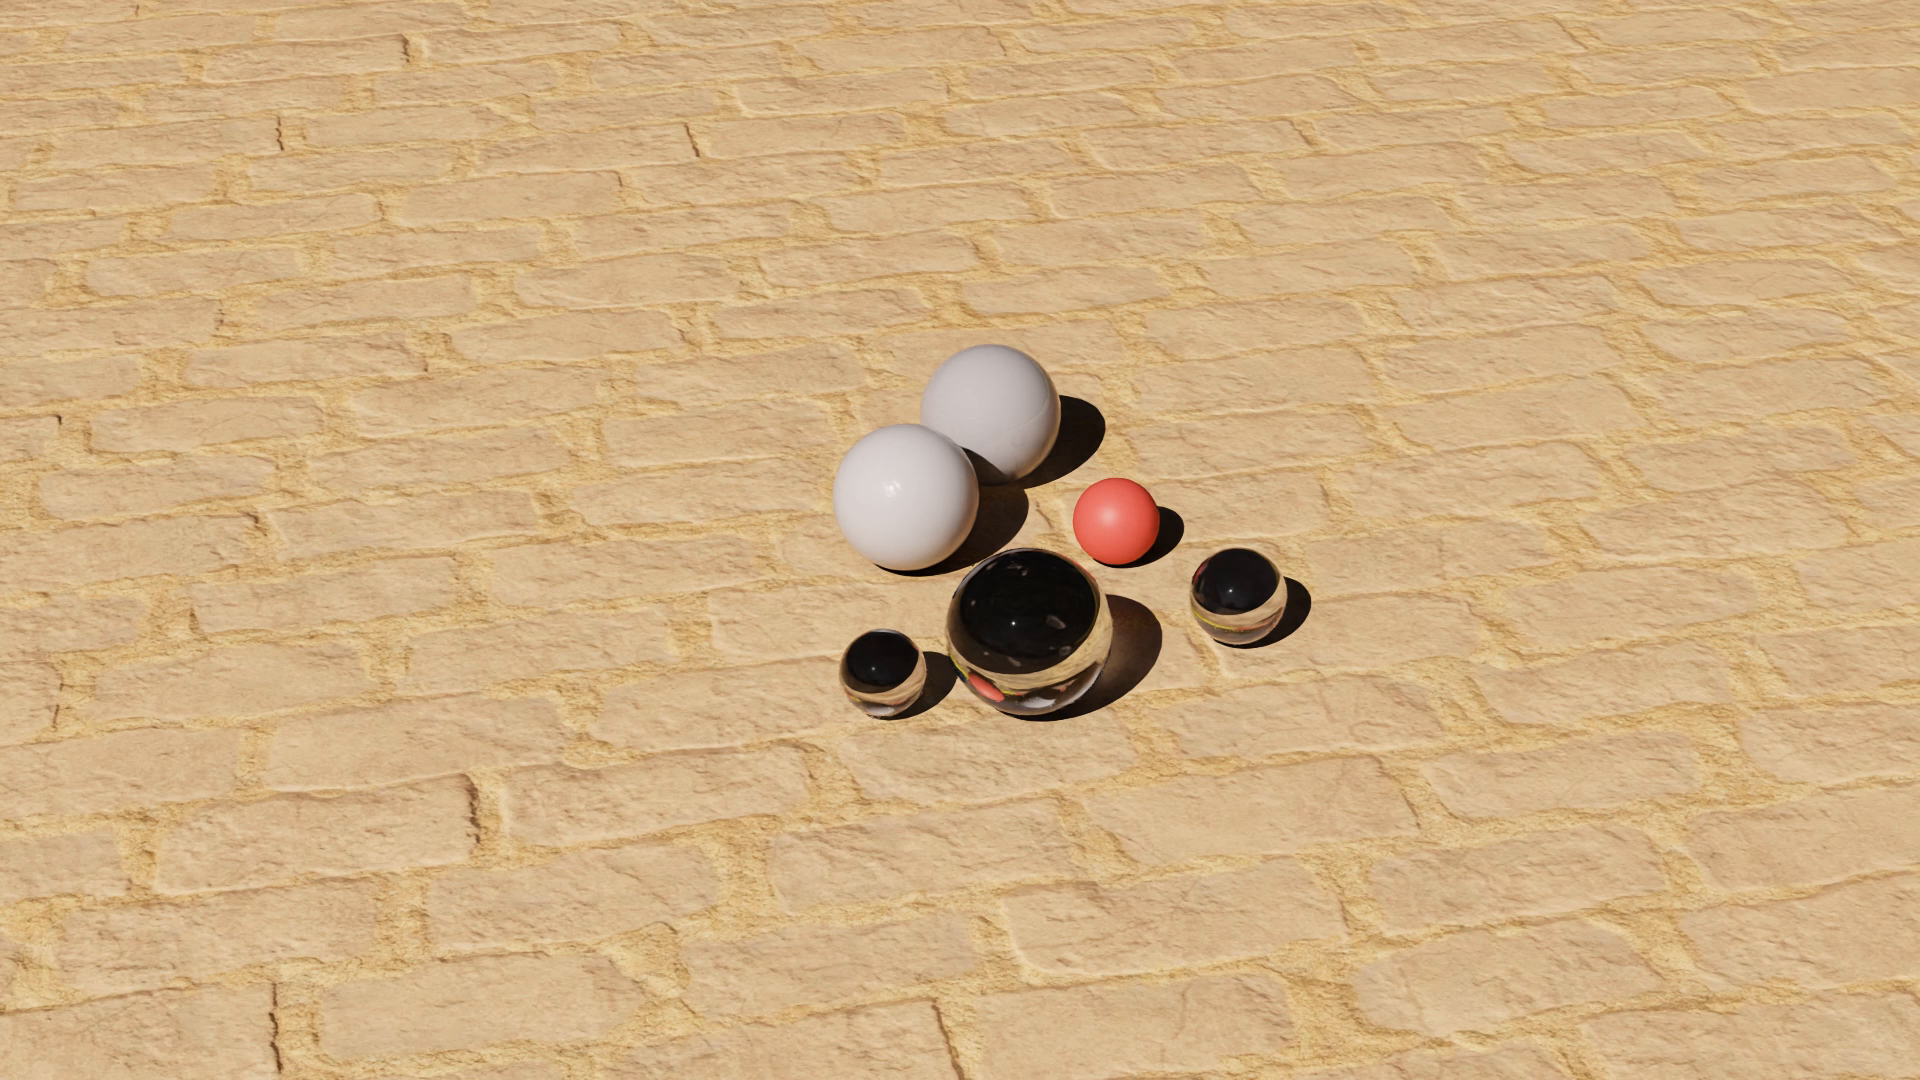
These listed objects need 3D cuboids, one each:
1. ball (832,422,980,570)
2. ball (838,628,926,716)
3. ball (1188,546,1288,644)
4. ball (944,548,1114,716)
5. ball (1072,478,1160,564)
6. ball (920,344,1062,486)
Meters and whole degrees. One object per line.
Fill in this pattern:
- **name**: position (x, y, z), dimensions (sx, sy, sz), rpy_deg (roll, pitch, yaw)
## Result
- **ball**: position (-0.030, -0.024, 1.640), dimensions (0.082, 0.082, 0.082), rpy_deg (0, 32, 0)
- **ball**: position (-0.040, 0.069, 1.525), dimensions (0.046, 0.046, 0.046), rpy_deg (0, 32, 0)
- **ball**: position (0.149, 0.030, 1.581), dimensions (0.053, 0.053, 0.053), rpy_deg (0, 32, 0)
- **ball**: position (0.036, 0.047, 1.520), dimensions (0.087, 0.087, 0.087), rpy_deg (0, 32, 0)
- **ball**: position (0.088, -0.011, 1.650), dimensions (0.049, 0.049, 0.049), rpy_deg (0, 32, 0)
- **ball**: position (0.018, -0.073, 1.718), dimensions (0.083, 0.083, 0.083), rpy_deg (0, 32, 0)
